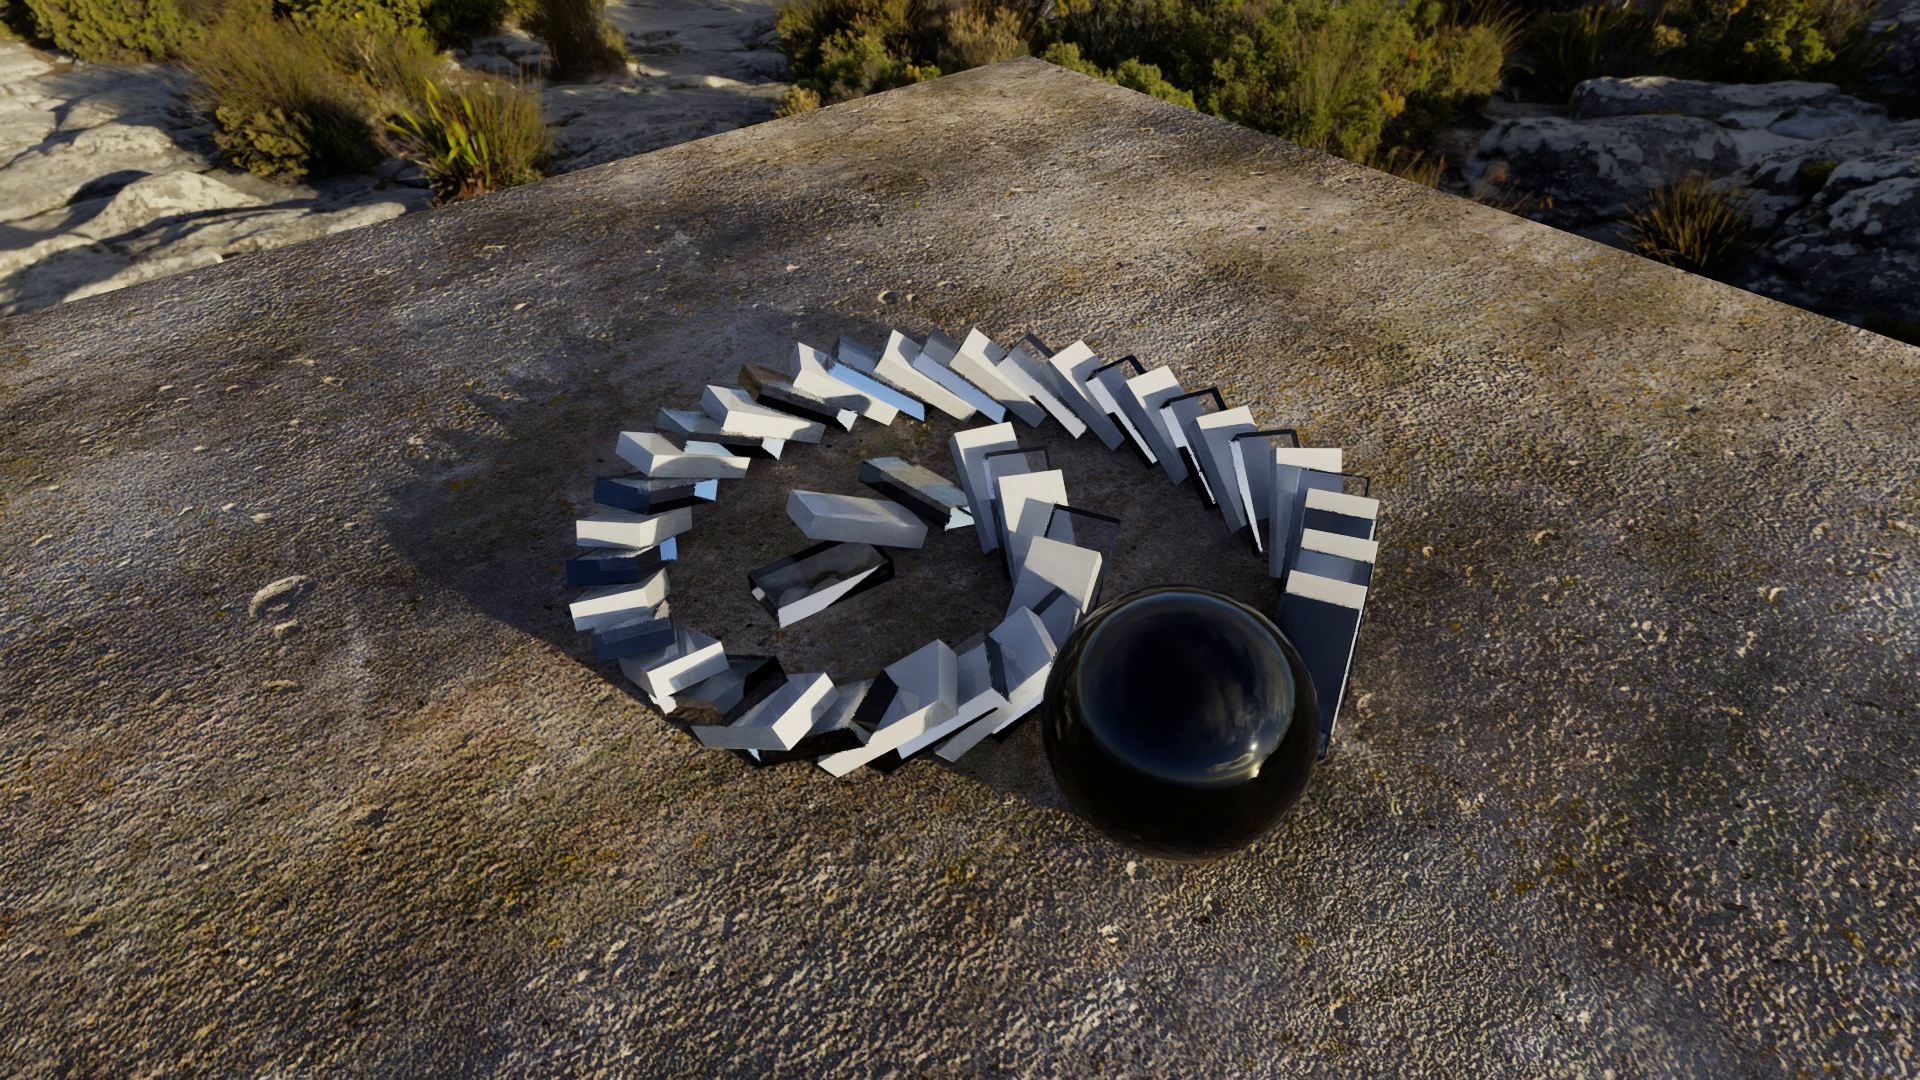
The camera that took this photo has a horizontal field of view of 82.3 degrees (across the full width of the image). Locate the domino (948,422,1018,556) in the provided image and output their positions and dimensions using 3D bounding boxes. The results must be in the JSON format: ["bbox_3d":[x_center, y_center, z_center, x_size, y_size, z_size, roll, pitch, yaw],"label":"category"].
[{"bbox_3d":[0.015,-0.021,0.446,0.025,0.010,0.050,-14,78,-19],"label":"domino"}]

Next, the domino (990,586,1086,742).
[{"bbox_3d":[0.023,0.042,0.373,0.050,0.010,0.025,-43,48,1],"label":"domino"}]

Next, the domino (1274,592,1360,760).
[{"bbox_3d":[0.112,0.044,0.362,0.025,0.050,0.010,13,2,16],"label":"domino"}]

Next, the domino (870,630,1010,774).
[{"bbox_3d":[-0.008,0.053,0.356,0.050,0.010,0.025,-34,36,20],"label":"domino"}]

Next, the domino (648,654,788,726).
[{"bbox_3d":[-0.080,0.049,0.363,0.025,0.010,0.050,-37,18,-34],"label":"domino"}]

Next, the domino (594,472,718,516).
[{"bbox_3d":[-0.124,-0.021,0.451,0.025,0.009,0.050,14,13,16],"label":"domino"}]

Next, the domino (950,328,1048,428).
[{"bbox_3d":[0.021,-0.076,0.515,0.050,0.009,0.025,35,37,-8],"label":"domino"}]

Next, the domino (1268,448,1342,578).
[{"bbox_3d":[0.134,-0.010,0.428,0.025,0.050,0.010,1,0,1],"label":"domino"}]

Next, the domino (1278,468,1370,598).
[{"bbox_3d":[0.138,0.000,0.417,0.025,0.050,0.010,9,0,11],"label":"domino"}]

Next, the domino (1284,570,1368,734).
[{"bbox_3d":[0.118,0.037,0.370,0.025,0.050,0.010,13,2,15],"label":"domino"}]

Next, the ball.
[{"bbox_3d":[0.064,0.053,0.323,0.080,0.080,0.080,0,39,0],"label":"ball"}]

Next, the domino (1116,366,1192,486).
[{"bbox_3d":[0.093,-0.051,0.485,0.025,0.010,0.050,-24,77,-28],"label":"domino"}]

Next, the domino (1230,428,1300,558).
[{"bbox_3d":[0.128,-0.019,0.446,0.025,0.010,0.050,-5,74,-7],"label":"domino"}]

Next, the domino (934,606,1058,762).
[{"bbox_3d":[0.009,0.047,0.361,0.050,0.010,0.025,-41,44,13],"label":"domino"}]

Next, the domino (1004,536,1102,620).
[{"bbox_3d":[0.031,0.026,0.393,0.025,0.009,0.050,15,73,18],"label":"domino"}]

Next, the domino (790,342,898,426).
[{"bbox_3d":[-0.054,-0.073,0.513,0.050,0.010,0.025,20,32,-26],"label":"domino"}]

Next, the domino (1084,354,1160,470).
[{"bbox_3d":[0.081,-0.058,0.496,0.025,0.010,0.050,-26,76,-29],"label":"domino"}]

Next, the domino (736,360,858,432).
[{"bbox_3d":[-0.074,-0.065,0.502,0.050,0.010,0.025,14,23,-39],"label":"domino"}]

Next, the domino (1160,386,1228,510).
[{"bbox_3d":[0.108,-0.040,0.472,0.025,0.009,0.050,-16,73,-18],"label":"domino"}]

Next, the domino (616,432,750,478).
[{"bbox_3d":[-0.118,-0.036,0.470,0.025,0.010,0.050,32,21,33],"label":"domino"}]

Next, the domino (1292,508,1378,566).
[{"bbox_3d":[0.133,0.015,0.397,0.025,0.050,0.009,11,1,13],"label":"domino"}]

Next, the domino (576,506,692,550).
[{"bbox_3d":[-0.127,-0.006,0.431,0.025,0.010,0.050,3,10,8],"label":"domino"}]

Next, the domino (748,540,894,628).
[{"bbox_3d":[-0.054,0.014,0.427,0.050,0.010,0.025,-24,45,-26],"label":"domino"}]

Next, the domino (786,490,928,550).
[{"bbox_3d":[-0.041,-0.008,0.435,0.050,0.010,0.025,6,22,-33],"label":"domino"}]

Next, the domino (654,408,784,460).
[{"bbox_3d":[-0.105,-0.046,0.482,0.050,0.010,0.025,0,27,-48],"label":"domino"}]

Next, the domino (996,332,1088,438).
[{"bbox_3d":[0.043,-0.072,0.512,0.050,0.010,0.025,42,47,0],"label":"domino"}]

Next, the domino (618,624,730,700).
[{"bbox_3d":[-0.099,0.041,0.375,0.025,0.010,0.050,-23,14,-26],"label":"domino"}]

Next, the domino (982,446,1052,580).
[{"bbox_3d":[0.026,-0.011,0.435,0.025,0.010,0.050,-8,76,-11],"label":"domino"}]

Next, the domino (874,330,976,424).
[{"bbox_3d":[-0.014,-0.077,0.518,0.050,0.009,0.025,29,38,-14],"label":"domino"}]

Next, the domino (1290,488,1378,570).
[{"bbox_3d":[0.136,0.008,0.406,0.025,0.050,0.009,11,1,13],"label":"domino"}]

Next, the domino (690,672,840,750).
[{"bbox_3d":[-0.063,0.055,0.354,0.050,0.009,0.025,-10,28,47],"label":"domino"}]

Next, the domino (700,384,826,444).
[{"bbox_3d":[-0.088,-0.056,0.495,0.050,0.010,0.025,4,29,-41],"label":"domino"}]

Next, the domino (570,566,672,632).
[{"bbox_3d":[-0.121,0.021,0.396,0.025,0.010,0.050,-12,8,-5],"label":"domino"}]

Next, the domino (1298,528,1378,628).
[{"bbox_3d":[0.129,0.023,0.388,0.025,0.050,0.009,12,2,14],"label":"domino"}]

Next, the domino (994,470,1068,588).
[{"bbox_3d":[0.030,-0.001,0.422,0.025,0.010,0.050,-7,76,-9],"label":"domino"}]

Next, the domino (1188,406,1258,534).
[{"bbox_3d":[0.117,-0.030,0.459,0.025,0.010,0.050,-14,74,-17],"label":"domino"}]

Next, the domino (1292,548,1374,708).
[{"bbox_3d":[0.124,0.030,0.379,0.025,0.050,0.009,11,2,14],"label":"domino"}]

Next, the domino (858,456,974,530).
[{"bbox_3d":[-0.016,-0.021,0.461,0.050,0.009,0.025,30,25,31],"label":"domino"}]

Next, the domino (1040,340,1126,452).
[{"bbox_3d":[0.063,-0.067,0.506,0.050,0.010,0.025,48,52,7],"label":"domino"}]

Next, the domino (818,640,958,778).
[{"bbox_3d":[-0.023,0.054,0.354,0.050,0.010,0.025,-31,36,23],"label":"domino"}]

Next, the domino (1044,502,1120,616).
[{"bbox_3d":[0.040,0.014,0.406,0.025,0.009,0.050,15,73,13],"label":"domino"}]

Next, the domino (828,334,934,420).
[{"bbox_3d":[-0.036,-0.076,0.516,0.050,0.010,0.025,24,32,-20],"label":"domino"}]

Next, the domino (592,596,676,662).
[{"bbox_3d":[-0.114,0.030,0.386,0.025,0.010,0.050,-13,9,-13],"label":"domino"}]

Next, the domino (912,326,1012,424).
[{"bbox_3d":[0.003,-0.077,0.517,0.050,0.010,0.025,33,37,-12],"label":"domino"}]

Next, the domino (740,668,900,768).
[{"bbox_3d":[-0.045,0.057,0.352,0.050,0.009,0.025,-18,27,37],"label":"domino"}]

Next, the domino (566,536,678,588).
[{"bbox_3d":[-0.126,0.008,0.414,0.025,0.009,0.050,-4,9,2],"label":"domino"}]
